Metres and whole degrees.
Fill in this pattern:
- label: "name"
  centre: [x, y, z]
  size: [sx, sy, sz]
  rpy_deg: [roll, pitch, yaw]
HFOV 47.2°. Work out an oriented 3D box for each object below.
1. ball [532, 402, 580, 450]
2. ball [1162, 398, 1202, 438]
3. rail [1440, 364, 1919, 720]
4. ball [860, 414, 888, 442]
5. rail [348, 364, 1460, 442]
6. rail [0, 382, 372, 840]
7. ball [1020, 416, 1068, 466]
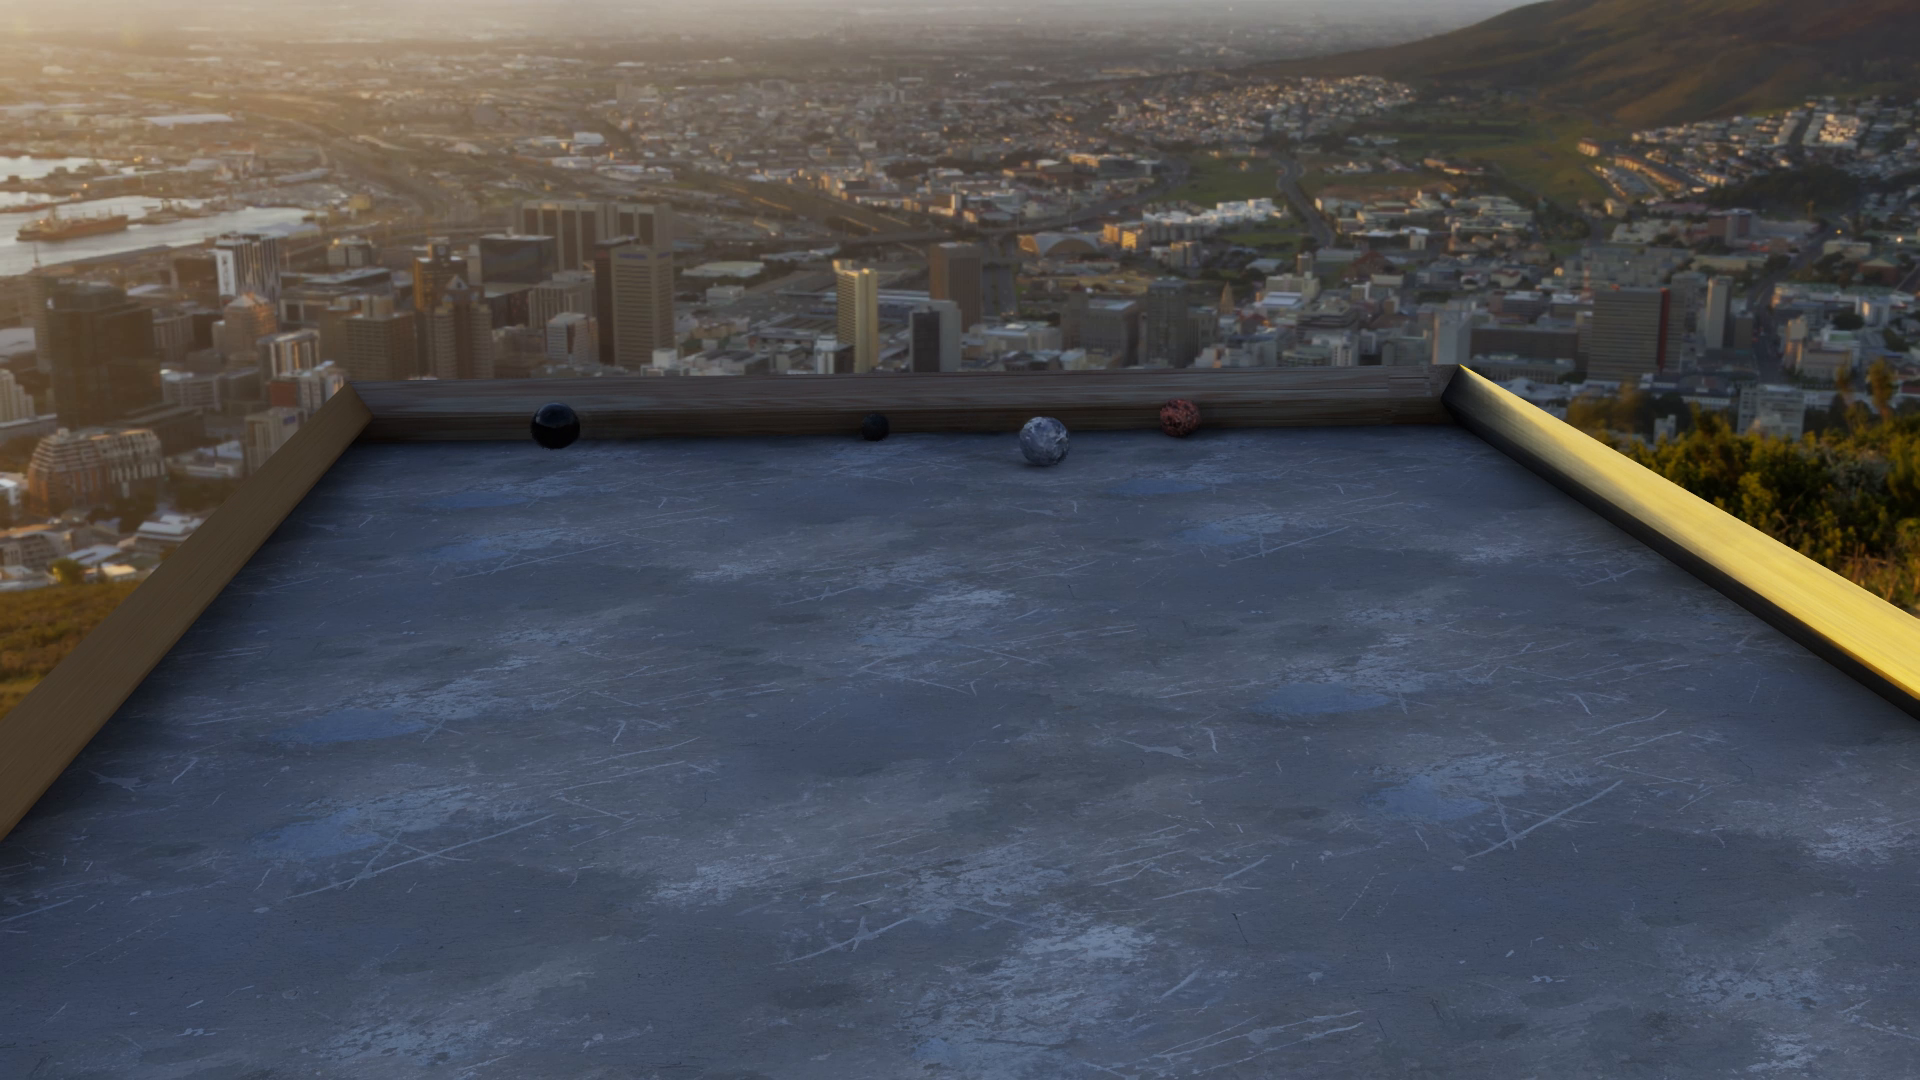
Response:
- label: "ball"
  centre: [-0.650, -0.184, 3.538]
  size: [0.075, 0.075, 0.075]
  rpy_deg: [0, 14, 0]
- label: "ball"
  centre: [0.366, -0.202, 3.633]
  size: [0.065, 0.065, 0.065]
  rpy_deg: [0, 14, 0]
- label: "rail"
  centre: [0.973, 0.171, 2.101]
  size: [0.045, 0.100, 3.397]
  rpy_deg: [-1, 14, -5]
- label: "ball"
  centre: [-0.141, -0.185, 3.602]
  size: [0.045, 0.045, 0.045]
  rpy_deg: [0, 14, 0]
- label: "rail"
  centre: [-0.072, -0.224, 3.641]
  size: [1.853, 0.100, 0.045]
  rpy_deg: [-1, 14, -5]
- label: "rail"
  centre: [-0.826, 0.210, 1.949]
  size: [0.045, 0.100, 3.397]
  rpy_deg: [-1, 14, -5]
- label: "ball"
  centre: [0.131, -0.155, 3.423]
  size: [0.077, 0.077, 0.077]
  rpy_deg: [0, 14, 0]
